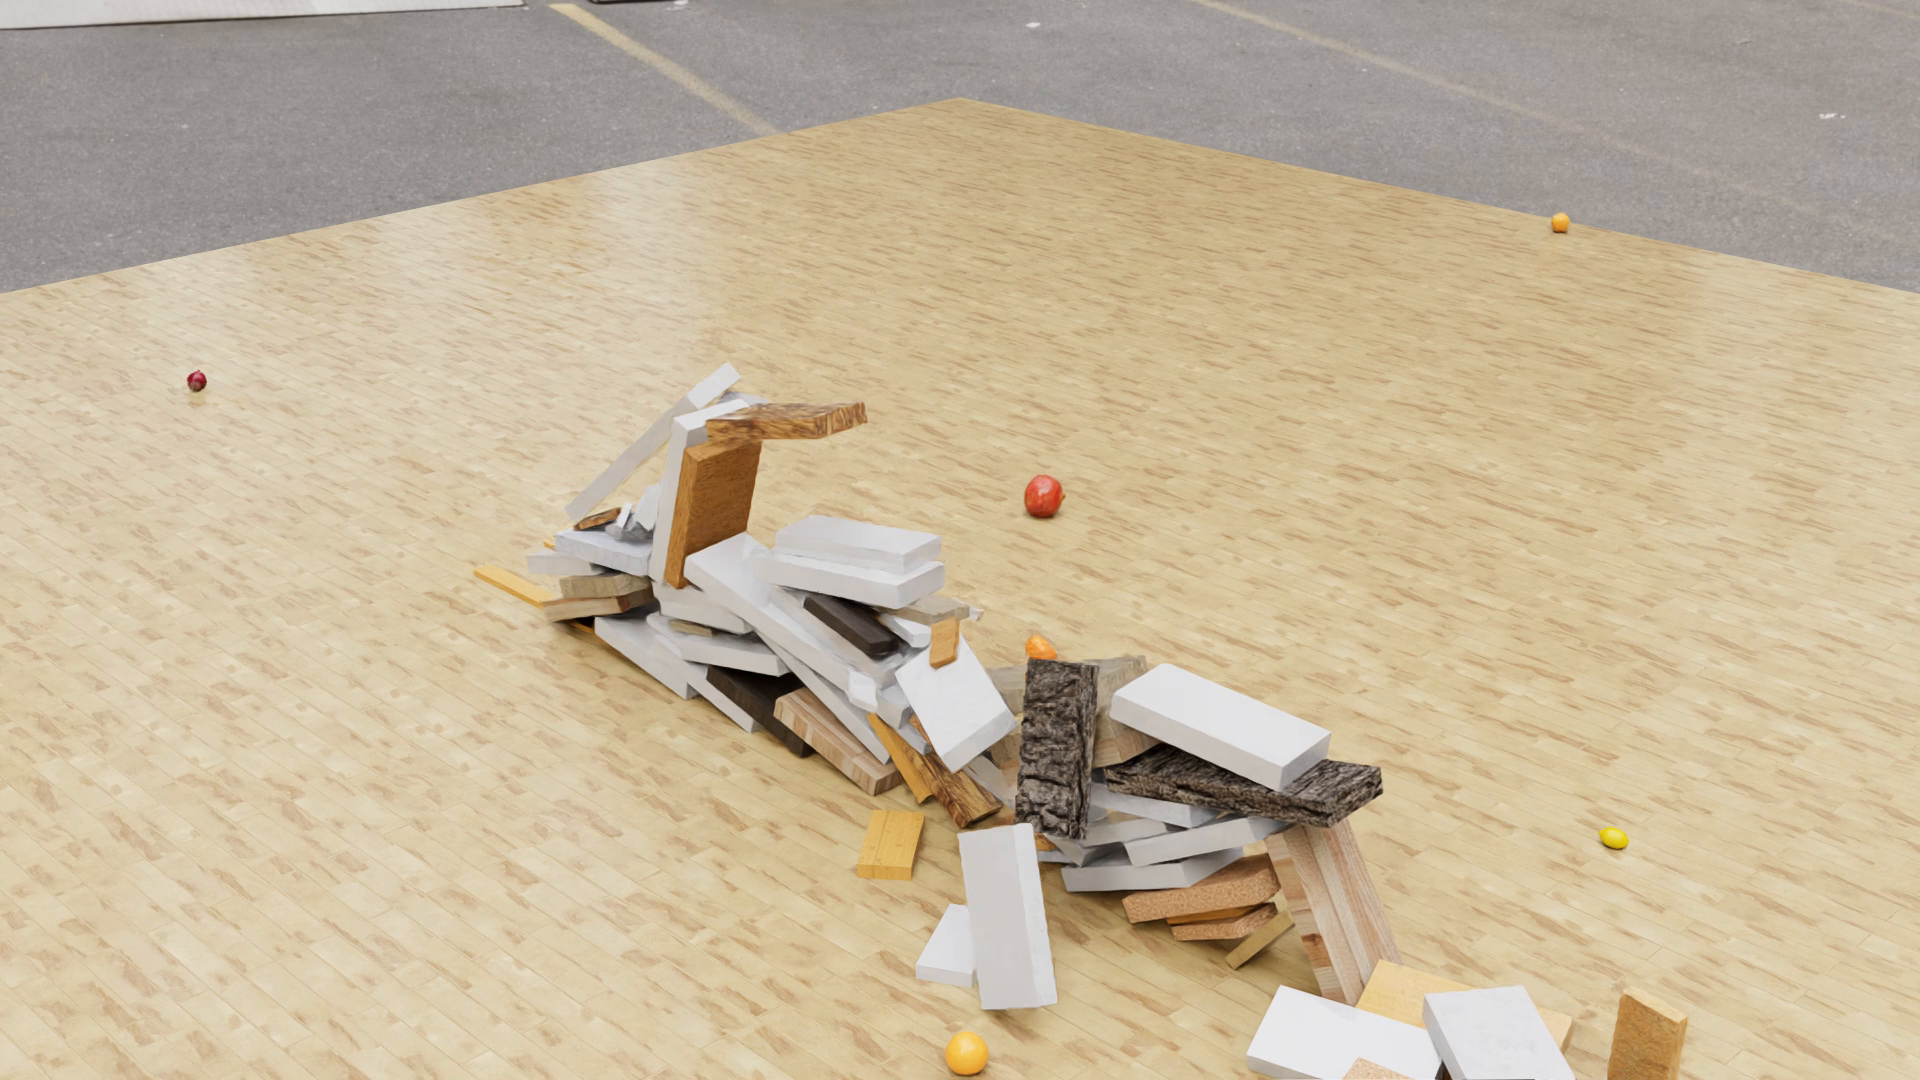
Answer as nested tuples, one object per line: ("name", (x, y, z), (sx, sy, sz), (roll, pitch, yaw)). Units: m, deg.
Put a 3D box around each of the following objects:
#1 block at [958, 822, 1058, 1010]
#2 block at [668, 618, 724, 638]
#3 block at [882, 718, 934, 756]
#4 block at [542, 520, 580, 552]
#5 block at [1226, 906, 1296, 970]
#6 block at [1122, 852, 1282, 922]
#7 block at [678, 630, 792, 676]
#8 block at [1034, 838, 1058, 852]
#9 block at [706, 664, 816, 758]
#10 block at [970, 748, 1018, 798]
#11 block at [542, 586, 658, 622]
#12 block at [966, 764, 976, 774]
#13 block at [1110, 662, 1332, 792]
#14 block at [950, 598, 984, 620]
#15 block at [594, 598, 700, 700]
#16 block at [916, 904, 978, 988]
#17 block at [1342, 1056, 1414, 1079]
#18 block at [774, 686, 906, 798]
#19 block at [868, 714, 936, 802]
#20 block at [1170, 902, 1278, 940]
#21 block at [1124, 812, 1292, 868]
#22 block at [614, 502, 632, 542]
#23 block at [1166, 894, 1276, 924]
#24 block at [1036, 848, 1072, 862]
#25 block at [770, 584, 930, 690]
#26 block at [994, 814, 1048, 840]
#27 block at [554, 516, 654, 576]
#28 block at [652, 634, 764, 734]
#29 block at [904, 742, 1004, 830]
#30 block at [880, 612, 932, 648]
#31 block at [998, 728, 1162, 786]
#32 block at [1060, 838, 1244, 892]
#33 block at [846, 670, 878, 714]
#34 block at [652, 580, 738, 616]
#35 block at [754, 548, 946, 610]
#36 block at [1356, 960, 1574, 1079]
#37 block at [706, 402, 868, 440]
("block", (0.081, 0.649, 3.792), (0.043, 0.306, 0.153), (-1, -11, -39))
("block", (-0.574, 0.188, 4.895), (0.141, 0.020, 0.071), (9, 22, 42))
("block", (-0.101, 0.354, 4.492), (0.104, 0.029, 0.208), (-18, 44, -39))
("block", (-0.924, -0.013, 5.179), (0.108, 0.015, 0.054), (-36, 36, -30))
("block", (0.561, 0.692, 3.909), (0.098, 0.196, 0.028), (-22, 69, -41))
("block", (0.463, 0.625, 3.983), (0.162, 0.046, 0.324), (-21, 0, -41))
("block", (-0.448, 0.232, 4.799), (0.317, 0.045, 0.158), (6, 21, 43))
("block", (0.145, 0.579, 4.313), (0.077, 0.022, 0.153), (-22, 14, -41))
("block", (-0.387, 0.343, 4.778), (0.158, 0.045, 0.317), (-22, 45, -41))
("block", (0.127, 0.443, 4.242), (0.121, 0.034, 0.243), (-23, 50, -41))
("block", (-0.823, 0.133, 5.175), (0.170, 0.048, 0.340), (-21, 8, -39))
("block", (0.020, 0.410, 4.356), (0.072, 0.021, 0.145), (-23, 50, -41))
("block", (0.453, 0.322, 3.840), (0.343, 0.049, 0.171), (22, 29, 31))
("block", (0.012, 0.144, 4.601), (0.069, 0.020, 0.139), (25, 1, 6))
("block", (-0.668, 0.243, 5.051), (0.170, 0.048, 0.340), (-21, 40, -41))
("block", (0.001, 0.735, 3.991), (0.104, 0.030, 0.209), (7, 24, 16))
("block", (0.726, 0.928, 3.441), (0.301, 0.043, 0.150), (17, 39, 31))
("block", (-0.228, 0.411, 4.640), (0.158, 0.045, 0.317), (-22, 45, -41))
("block", (-0.094, 0.429, 4.521), (0.104, 0.029, 0.208), (-20, 72, -43))
("block", (0.478, 0.689, 3.971), (0.098, 0.028, 0.196), (-21, 0, -31))
("block", (0.461, 0.514, 3.937), (0.162, 0.046, 0.324), (-21, -1, -40))
("block", (-0.746, -0.040, 4.874), (0.016, 0.058, 0.116), (22, -19, -4))
("block", (0.471, 0.662, 4.010), (0.098, 0.028, 0.196), (-21, 0, -38))
("block", (0.211, 0.598, 4.250), (0.076, 0.022, 0.153), (-21, 8, -39))
("block", (-0.213, 0.172, 4.562), (0.174, 0.049, 0.347), (-21, 46, -41))
("block", (0.150, 0.557, 4.303), (0.153, 0.022, 0.077), (-2, 15, 44))
("block", (-0.761, 0.011, 4.989), (0.317, 0.045, 0.158), (14, 26, 43))
("block", (-0.510, 0.295, 4.901), (0.340, 0.048, 0.170), (34, 39, 32))
("block", (-0.014, 0.480, 4.453), (0.104, 0.029, 0.208), (-20, 63, -38))
("block", (-0.083, 0.171, 4.418), (0.095, 0.027, 0.191), (-7, 16, -21))
("block", (0.240, 0.386, 4.092), (0.166, 0.047, 0.331), (-22, 2, -40))
("block", (0.357, 0.602, 4.109), (0.162, 0.046, 0.324), (-21, 5, -40))
("block", (-0.192, 0.295, 4.293), (0.054, 0.015, 0.107), (25, 21, -17))
("block", (-0.530, 0.106, 4.831), (0.286, 0.041, 0.143), (10, 23, 44))
("block", (-0.229, 0.064, 4.542), (0.356, 0.050, 0.178), (11, 20, 30))
("block", (0.836, 0.827, 3.690), (0.337, 0.048, 0.169), (13, 43, 27))
("block", (-0.358, -0.244, 4.514), (0.309, 0.044, 0.154), (2, 16, 40))
